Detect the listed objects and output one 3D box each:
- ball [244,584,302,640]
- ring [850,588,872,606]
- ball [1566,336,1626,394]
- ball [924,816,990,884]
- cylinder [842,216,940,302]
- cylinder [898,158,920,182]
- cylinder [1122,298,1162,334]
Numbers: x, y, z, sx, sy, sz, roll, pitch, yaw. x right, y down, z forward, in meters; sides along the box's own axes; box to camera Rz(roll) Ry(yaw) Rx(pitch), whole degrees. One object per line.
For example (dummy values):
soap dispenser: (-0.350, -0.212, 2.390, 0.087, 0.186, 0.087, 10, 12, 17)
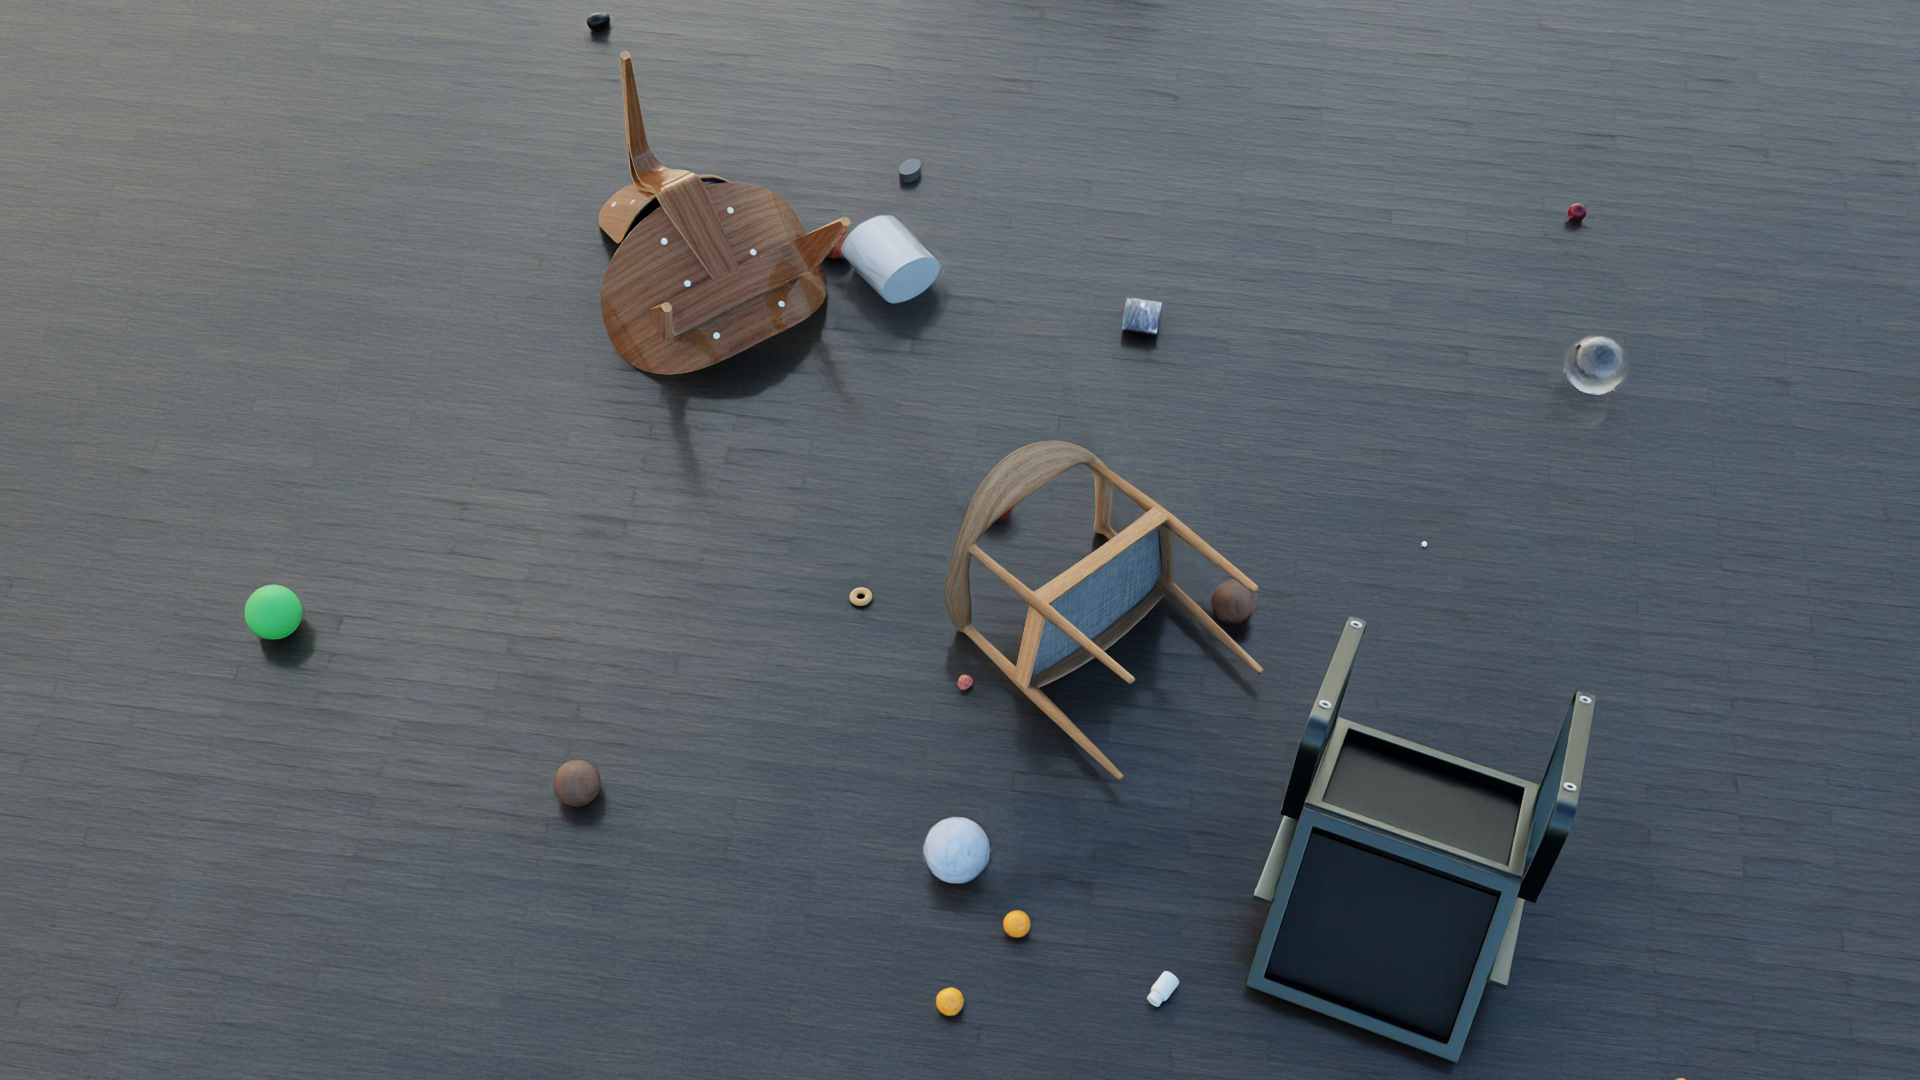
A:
ball: (-1.979, 0.208, 6.338, 0.160, 0.160, 0.160, 0, 56, 0)
ring: (-0.291, 0.166, 6.450, 0.068, 0.021, 0.061, -5, 57, -4)
ball: (1.975, -0.543, 6.828, 0.184, 0.184, 0.184, 0, 56, 0)
ball: (-0.008, 0.833, 5.907, 0.179, 0.179, 0.179, 0, 56, 0)
cylinder: (-0.222, -0.904, 7.071, 0.235, 0.177, 0.224, -23, 58, -34)
cylinder: (-0.168, -1.240, 7.383, 0.084, 0.038, 0.060, -39, 65, -23)
cylinder: (0.580, -0.712, 7.003, 0.111, 0.080, 0.121, 9, 52, 6)
